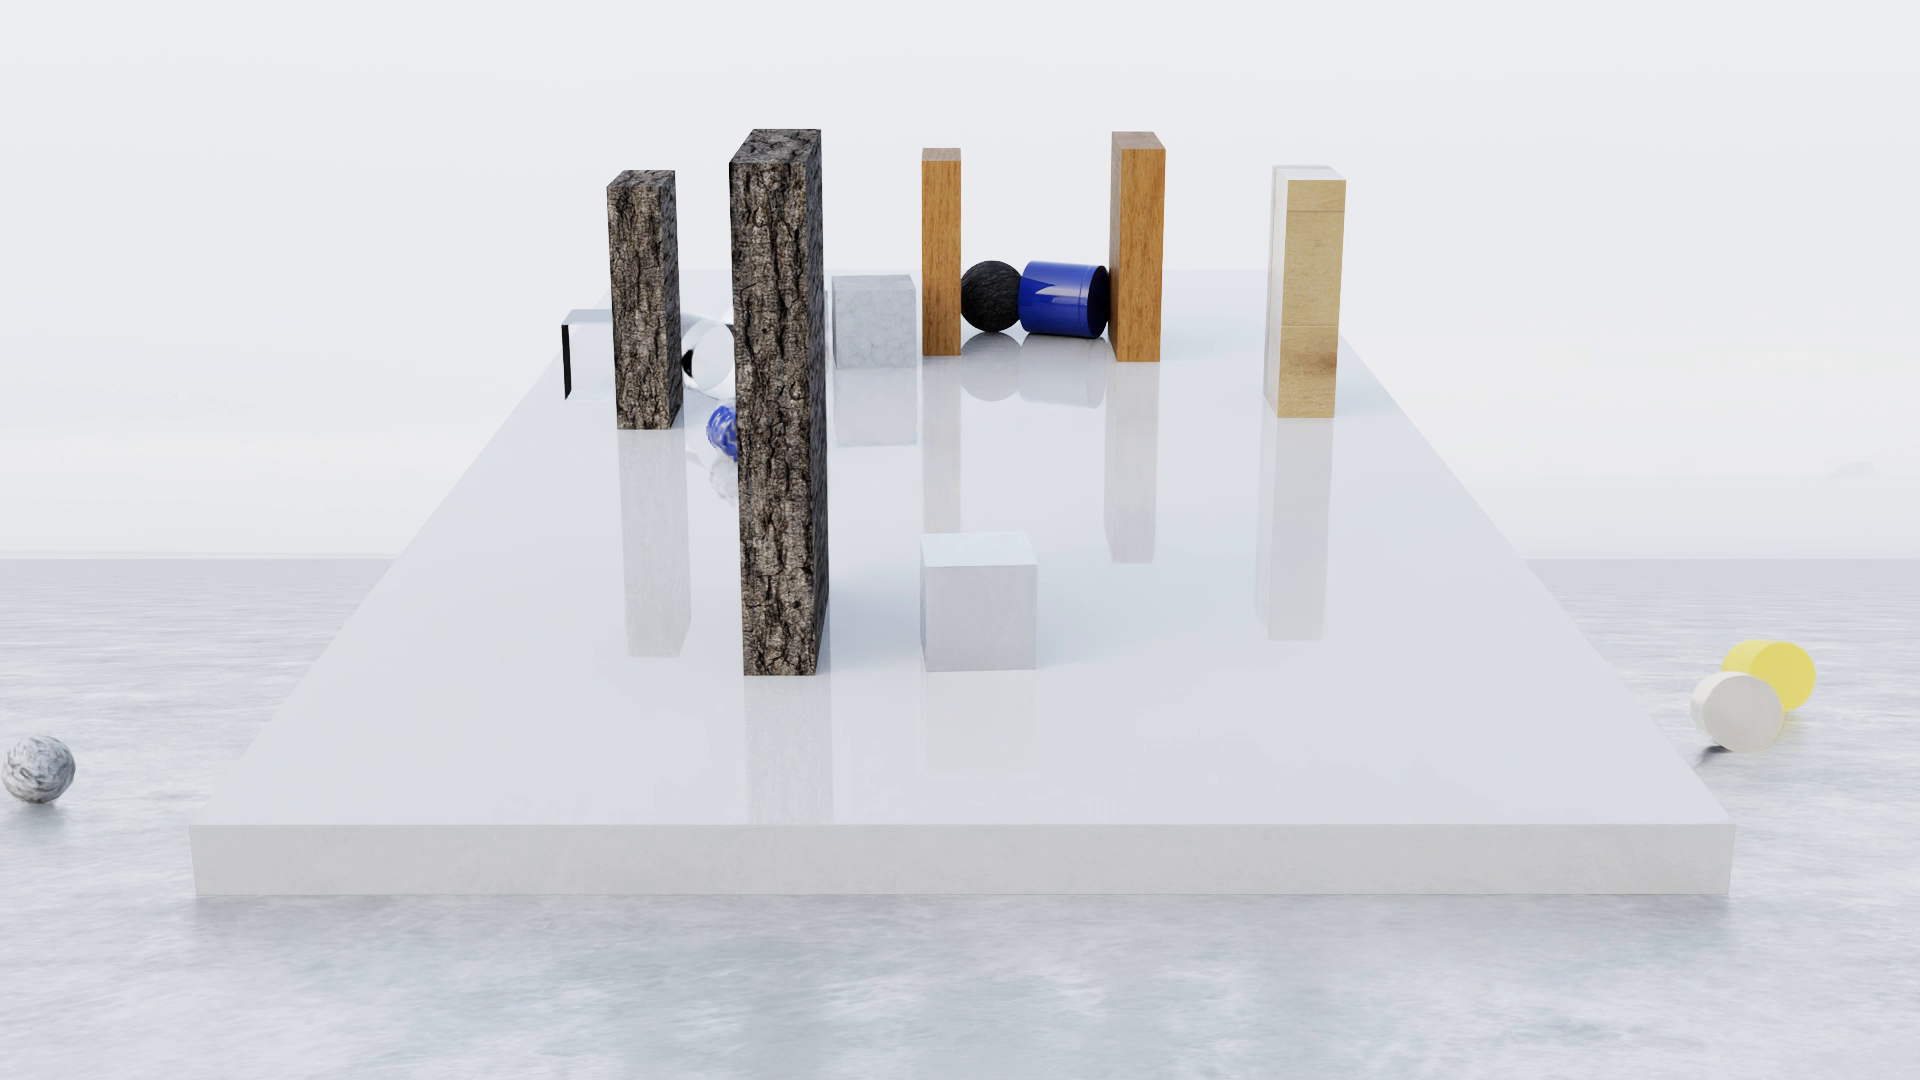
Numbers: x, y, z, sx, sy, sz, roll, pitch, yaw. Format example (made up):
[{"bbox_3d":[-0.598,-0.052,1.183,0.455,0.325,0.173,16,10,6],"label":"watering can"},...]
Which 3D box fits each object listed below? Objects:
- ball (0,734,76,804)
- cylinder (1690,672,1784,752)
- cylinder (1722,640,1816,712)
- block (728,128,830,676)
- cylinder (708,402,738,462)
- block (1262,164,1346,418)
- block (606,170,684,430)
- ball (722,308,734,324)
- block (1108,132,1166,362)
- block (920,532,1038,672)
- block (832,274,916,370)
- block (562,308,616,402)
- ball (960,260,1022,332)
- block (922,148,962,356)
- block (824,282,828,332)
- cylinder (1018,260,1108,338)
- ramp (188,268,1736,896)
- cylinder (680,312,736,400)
[{"bbox_3d":[-1.639,0.407,3.955,0.123,0.123,0.123,0,0,0],"label":"ball"},{"bbox_3d":[1.764,0.389,5.057,0.173,0.173,0.173,0,0,8],"label":"cylinder"},{"bbox_3d":[2.302,0.385,6.339,0.194,0.194,0.194,0,0,-4],"label":"cylinder"},{"bbox_3d":[-0.276,-0.225,3.473,0.109,0.777,0.411,0,17,0],"label":"block"},{"bbox_3d":[-0.453,-0.221,4.592,0.107,0.107,0.107,0,16,-24],"label":"cylinder"},{"bbox_3d":[0.767,-0.559,4.978,0.126,0.527,0.243,0,17,0],"label":"block"},{"bbox_3d":[-0.687,-0.529,4.879,0.114,0.526,0.262,0,17,0],"label":"block"},{"bbox_3d":[-0.489,-0.484,5.313,0.183,0.183,0.183,0,0,0],"label":"ball"},{"bbox_3d":[0.439,-0.739,5.570,0.106,0.521,0.355,0,17,0],"label":"block"},{"bbox_3d":[0.027,0.095,3.468,0.170,0.170,0.170,-1,17,-4],"label":"block"},{"bbox_3d":[-0.212,-0.537,5.466,0.194,0.194,0.194,-2,17,-6],"label":"block"},{"bbox_3d":[-0.814,-0.428,5.138,0.179,0.179,0.179,0,17,-2],"label":"block"},{"bbox_3d":[0.084,-0.635,5.797,0.187,0.187,0.187,0,0,0],"label":"ball"},{"bbox_3d":[-0.046,-0.727,5.592,0.097,0.483,0.248,0,17,0],"label":"block"},{"bbox_3d":[-0.404,-0.610,5.842,0.112,0.112,0.112,-2,17,-5],"label":"block"},{"bbox_3d":[0.272,-0.625,5.762,0.188,0.188,0.188,7,2,22],"label":"cylinder"},{"bbox_3d":[-0.003,-0.176,4.799,2.000,0.100,4.000,0,17,0],"label":"ramp"},{"bbox_3d":[-0.589,-0.427,5.142,0.176,0.176,0.176,0,14,-38],"label":"cylinder"}]
